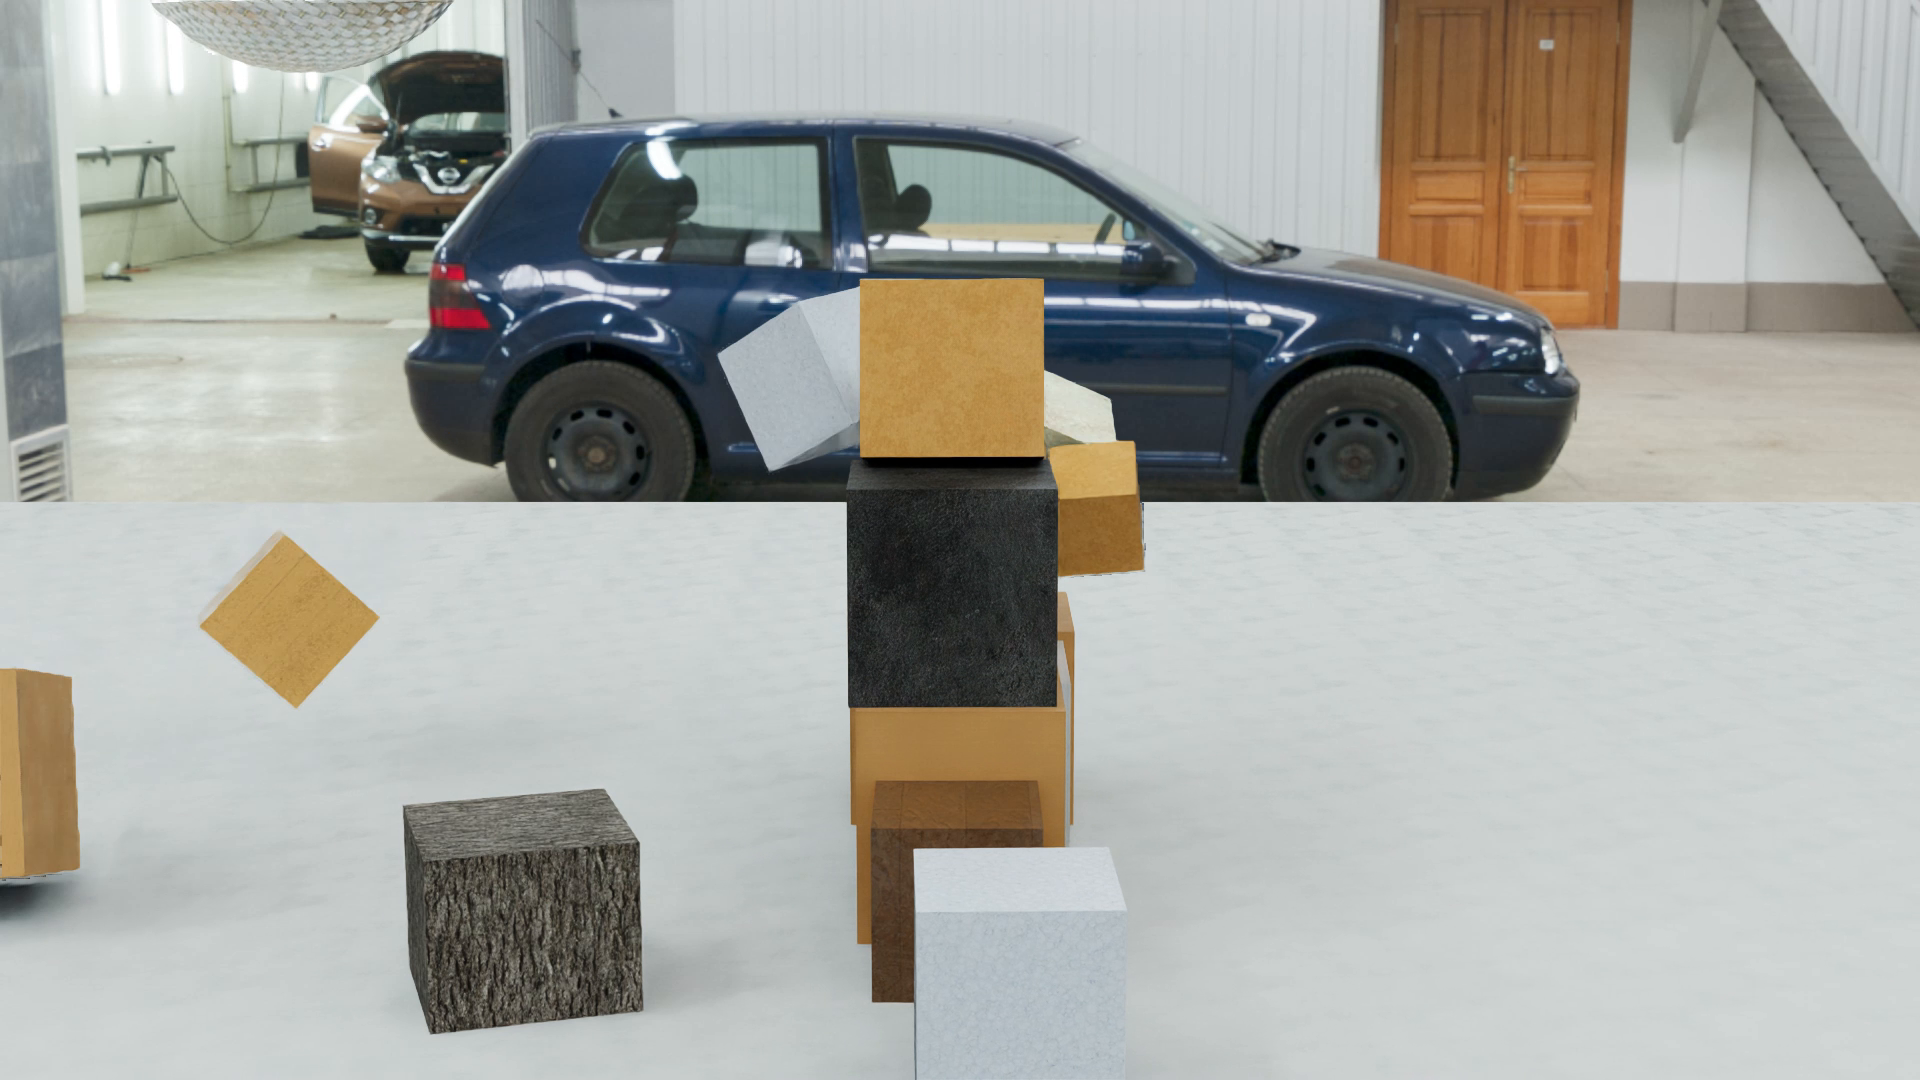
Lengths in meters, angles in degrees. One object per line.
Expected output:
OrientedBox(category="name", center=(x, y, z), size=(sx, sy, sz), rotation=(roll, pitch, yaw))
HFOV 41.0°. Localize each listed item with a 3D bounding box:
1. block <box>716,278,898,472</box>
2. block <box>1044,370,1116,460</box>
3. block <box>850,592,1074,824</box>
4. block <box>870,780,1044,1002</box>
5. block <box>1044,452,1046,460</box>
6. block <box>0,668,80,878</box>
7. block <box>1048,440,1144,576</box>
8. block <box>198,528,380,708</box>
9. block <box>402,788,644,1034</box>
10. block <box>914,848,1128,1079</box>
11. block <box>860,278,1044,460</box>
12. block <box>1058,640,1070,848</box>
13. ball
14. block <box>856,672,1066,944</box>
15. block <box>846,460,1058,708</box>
OrientedBox(category="block", center=(-0.683, -0.894, 13.836), size=(0.704, 0.697, 0.794), rotation=(-27, -4, 41))
OrientedBox(category="block", center=(0.408, -0.507, 15.021), size=(0.705, 0.765, 0.608), rotation=(22, 33, -18))
OrientedBox(category="block", center=(0.009, 0.805, 12.527), size=(1.053, 0.935, 0.943), rotation=(0, 10, 0))
OrientedBox(category="block", center=(-0.012, 1.371, 10.092), size=(0.652, 0.691, 0.670), rotation=(0, 10, 0))
OrientedBox(category="block", center=(0.018, 0.097, 11.553), size=(0.751, 0.843, 0.799), rotation=(0, 13, 0))
OrientedBox(category="block", center=(-4.318, 1.018, 10.866), size=(0.897, 0.850, 0.901), rotation=(-4, -5, -5))
OrientedBox(category="block", center=(0.771, -0.179, 14.529), size=(0.487, 0.544, 0.504), rotation=(-4, 38, 6))
OrientedBox(category="block", center=(-3.491, 0.398, 13.318), size=(0.622, 0.636, 0.667), rotation=(-49, 15, -9))
OrientedBox(category="block", center=(-1.698, 1.415, 9.918), size=(0.797, 0.667, 0.772), rotation=(-3, 11, -17))
OrientedBox(category="block", center=(0.193, 1.546, 8.884), size=(0.697, 0.779, 0.704), rotation=(0, 10, -2))
OrientedBox(category="block", center=(-0.031, -0.716, 11.146), size=(0.772, 0.744, 0.847), rotation=(0, 0, 0))
OrientedBox(category="block", center=(0.018, 0.987, 11.631), size=(0.926, 0.896, 0.864), rotation=(0, 10, 0))
OrientedBox(category="ball", center=(-2.759, -2.754, 10.680), size=(1.600, 1.600, 1.600), rotation=(0, 10, 0))
OrientedBox(category="block", center=(0.002, 1.099, 10.789), size=(0.845, 0.977, 0.796), rotation=(0, 10, 0))
OrientedBox(category="block", center=(-0.036, 0.166, 10.692), size=(0.845, 0.893, 0.799), rotation=(0, 10, -1))
